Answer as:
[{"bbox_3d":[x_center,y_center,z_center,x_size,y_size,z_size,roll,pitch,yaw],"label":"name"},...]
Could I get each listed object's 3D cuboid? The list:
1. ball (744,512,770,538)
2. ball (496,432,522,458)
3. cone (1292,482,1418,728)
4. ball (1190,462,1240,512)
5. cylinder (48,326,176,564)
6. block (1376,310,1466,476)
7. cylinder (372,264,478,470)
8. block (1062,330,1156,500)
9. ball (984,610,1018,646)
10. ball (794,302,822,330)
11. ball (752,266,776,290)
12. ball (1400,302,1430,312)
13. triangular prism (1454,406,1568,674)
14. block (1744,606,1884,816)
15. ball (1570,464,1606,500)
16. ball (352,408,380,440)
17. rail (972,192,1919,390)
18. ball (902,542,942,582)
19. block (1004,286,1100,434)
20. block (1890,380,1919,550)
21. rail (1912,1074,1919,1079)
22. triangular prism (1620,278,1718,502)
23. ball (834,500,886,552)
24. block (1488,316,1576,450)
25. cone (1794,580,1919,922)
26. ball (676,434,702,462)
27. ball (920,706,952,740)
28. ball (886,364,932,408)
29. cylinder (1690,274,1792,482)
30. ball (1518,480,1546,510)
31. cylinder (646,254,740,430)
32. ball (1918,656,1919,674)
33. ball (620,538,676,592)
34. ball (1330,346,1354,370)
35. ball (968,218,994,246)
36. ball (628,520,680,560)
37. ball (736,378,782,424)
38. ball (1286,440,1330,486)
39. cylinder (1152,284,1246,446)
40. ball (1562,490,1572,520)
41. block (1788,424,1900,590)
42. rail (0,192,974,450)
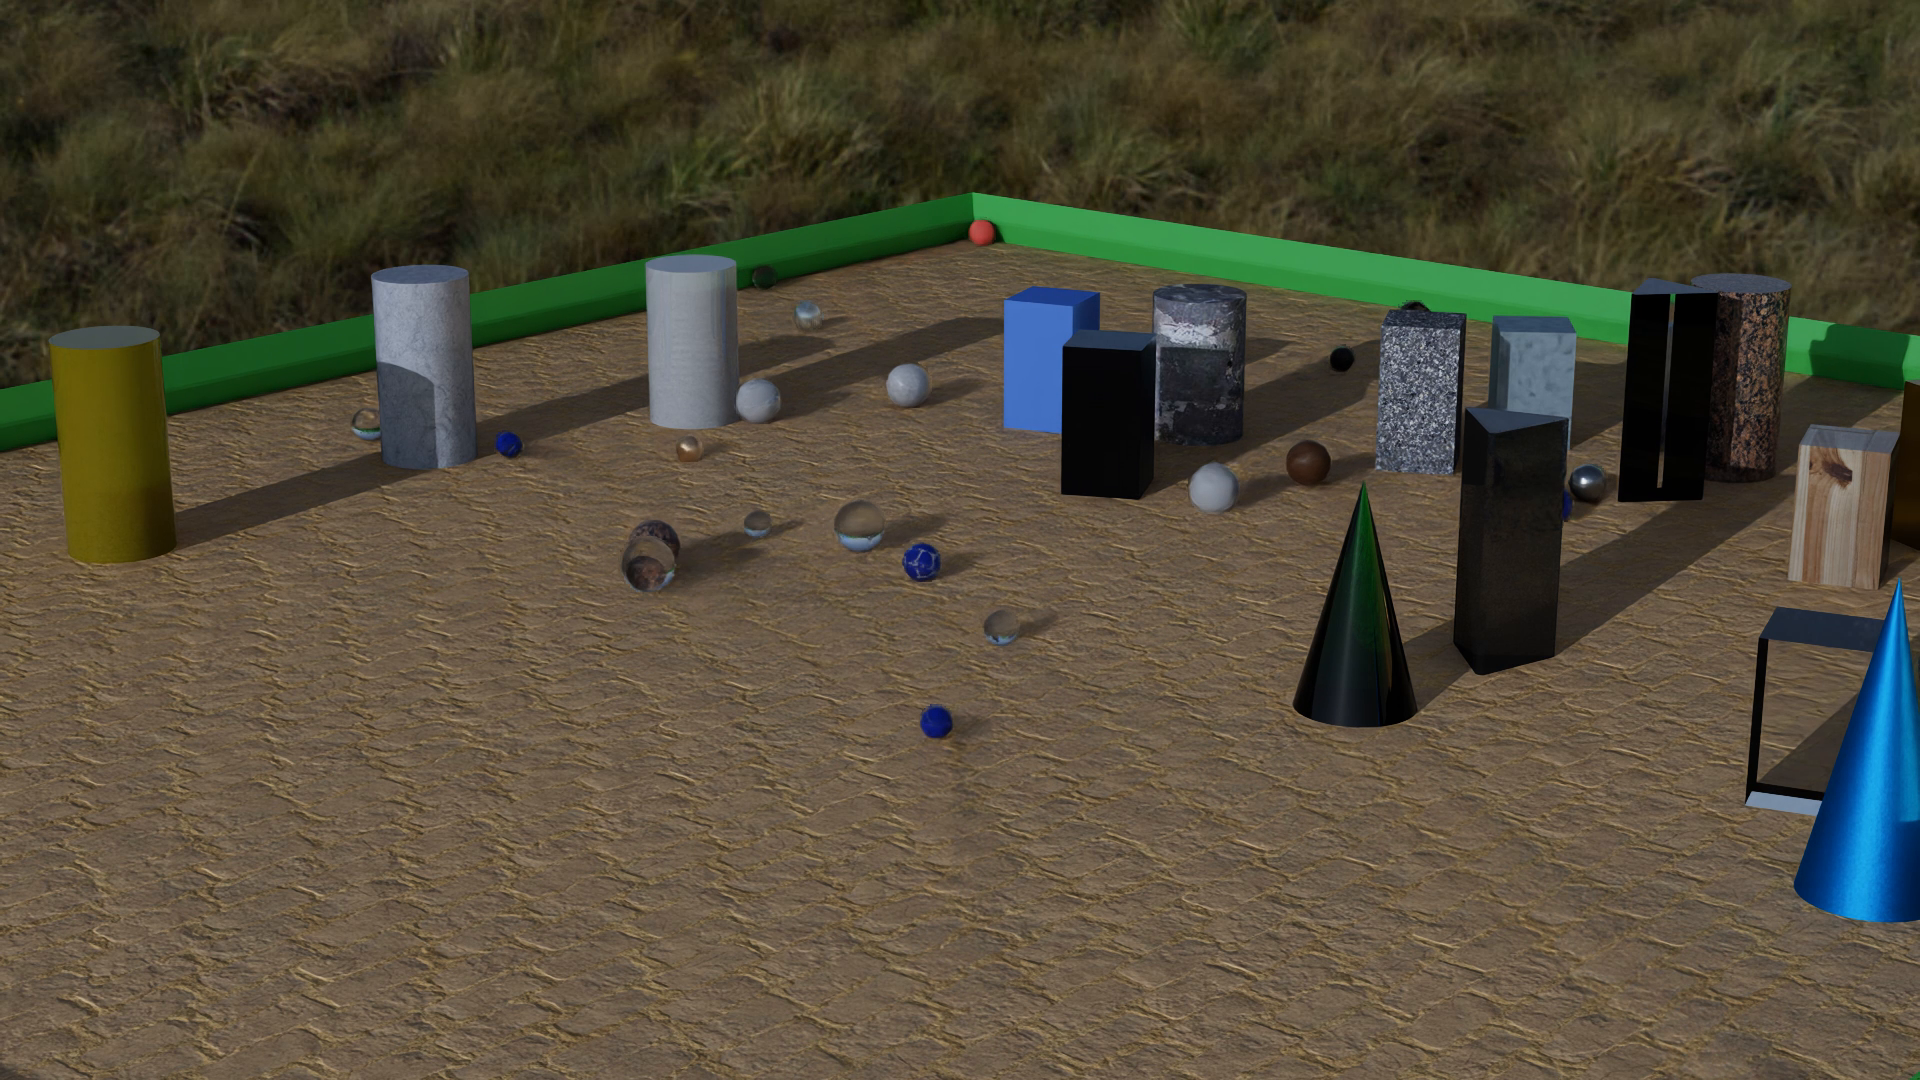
[{"bbox_3d":[-0.378,-0.028,5.455,0.050,0.050,0.050,0,17,0],"label":"ball"},{"bbox_3d":[-0.923,-0.195,6.005,0.052,0.052,0.052,0,17,0],"label":"ball"},{"bbox_3d":[0.617,0.083,4.533,0.194,0.368,0.194,0,17,0],"label":"cone"},{"bbox_3d":[0.487,-0.100,5.612,0.096,0.096,0.096,0,17,0],"label":"ball"},{"bbox_3d":[-1.542,-0.176,5.342,0.194,0.397,0.194,0,17,0],"label":"cylinder"},{"bbox_3d":[0.931,-0.299,5.922,0.155,0.298,0.155,4,17,13],"label":"block"},{"bbox_3d":[-1.087,-0.353,5.958,0.194,0.380,0.194,0,17,0],"label":"cylinder"},{"bbox_3d":[0.292,-0.248,5.753,0.155,0.297,0.155,4,17,14],"label":"block"},{"bbox_3d":[0.068,0.146,4.860,0.058,0.058,0.058,0,17,0],"label":"ball"},{"bbox_3d":[-0.371,-0.544,7.133,0.068,0.068,0.068,0,17,0],"label":"ball"},{"bbox_3d":[-0.507,-0.678,7.588,0.061,0.061,0.061,0,17,0],"label":"ball"},{"bbox_3d":[1.090,-0.527,7.039,0.089,0.089,0.089,0,17,0],"label":"ball"},{"bbox_3d":[0.865,-0.006,4.769,0.168,0.403,0.145,-11,20,-32],"label":"triangular prism"},{"bbox_3d":[1.224,0.247,4.191,0.155,0.253,0.155,7,18,23],"label":"block"},{"bbox_3d":[1.219,-0.112,5.695,0.071,0.071,0.071,0,17,0],"label":"ball"},{"bbox_3d":[-1.237,-0.243,6.133,0.068,0.068,0.068,0,17,0],"label":"ball"},{"bbox_3d":[1.625,-0.509,6.913,4.256,0.126,0.045,14,22,39],"label":"rail"},{"bbox_3d":[-0.067,0.039,5.199,0.069,0.069,0.069,0,17,0],"label":"ball"},{"bbox_3d":[0.196,-0.384,6.240,0.155,0.276,0.155,7,18,23],"label":"block"},{"bbox_3d":[1.831,-0.134,5.369,0.155,0.302,0.155,-6,18,-20],"label":"block"},{"bbox_3d":[1.589,0.430,3.800,0.045,0.126,5.006,14,22,39],"label":"rail"},{"bbox_3d":[1.355,-0.294,5.710,0.168,0.411,0.145,-2,17,-6],"label":"triangular prism"},{"bbox_3d":[-0.184,-0.025,5.368,0.094,0.094,0.094,0,17,0],"label":"ball"},{"bbox_3d":[1.190,-0.329,6.111,0.155,0.246,0.155,1,17,4],"label":"block"},{"bbox_3d":[1.208,0.257,3.832,0.194,0.440,0.194,0,17,0],"label":"cone"},{"bbox_3d":[-0.551,-0.187,5.971,0.055,0.055,0.055,0,17,0],"label":"ball"},{"bbox_3d":[-0.035,0.277,4.443,0.049,0.049,0.049,0,17,0],"label":"ball"},{"bbox_3d":[-0.112,-0.337,6.397,0.097,0.097,0.097,0,17,0],"label":"ball"},{"bbox_3d":[1.546,-0.325,5.859,0.194,0.384,0.194,0,17,0],"label":"cylinder"},{"bbox_3d":[1.102,-0.085,5.627,0.058,0.058,0.058,0,17,0],"label":"ball"},{"bbox_3d":[-0.571,-0.425,6.270,0.194,0.338,0.194,0,17,0],"label":"cylinder"},{"bbox_3d":[1.561,0.198,4.635,0.090,0.090,0.090,0,17,0],"label":"ball"},{"bbox_3d":[-0.546,0.043,5.136,0.096,0.096,0.096,0,17,0],"label":"ball"},{"bbox_3d":[0.876,-0.416,6.729,0.055,0.055,0.055,0,17,0],"label":"ball"},{"bbox_3d":[0.060,-0.856,8.156,0.074,0.074,0.074,0,17,0],"label":"ball"},{"bbox_3d":[-0.549,0.009,5.254,0.093,0.093,0.093,0,17,0],"label":"ball"},{"bbox_3d":[-0.430,-0.297,6.266,0.096,0.096,0.096,0,17,0],"label":"ball"},{"bbox_3d":[0.688,-0.152,5.797,0.089,0.089,0.089,0,17,0],"label":"ball"},{"bbox_3d":[0.499,-0.368,6.142,0.194,0.303,0.194,0,17,0],"label":"cylinder"},{"bbox_3d":[1.124,-0.067,5.547,0.070,0.070,0.070,0,17,0],"label":"ball"},{"bbox_3d":[1.573,-0.060,5.216,0.155,0.249,0.155,7,18,22],"label":"block"},{"bbox_3d":[-1.589,-0.367,6.441,0.045,0.126,5.006,14,22,39],"label":"rail"}]
